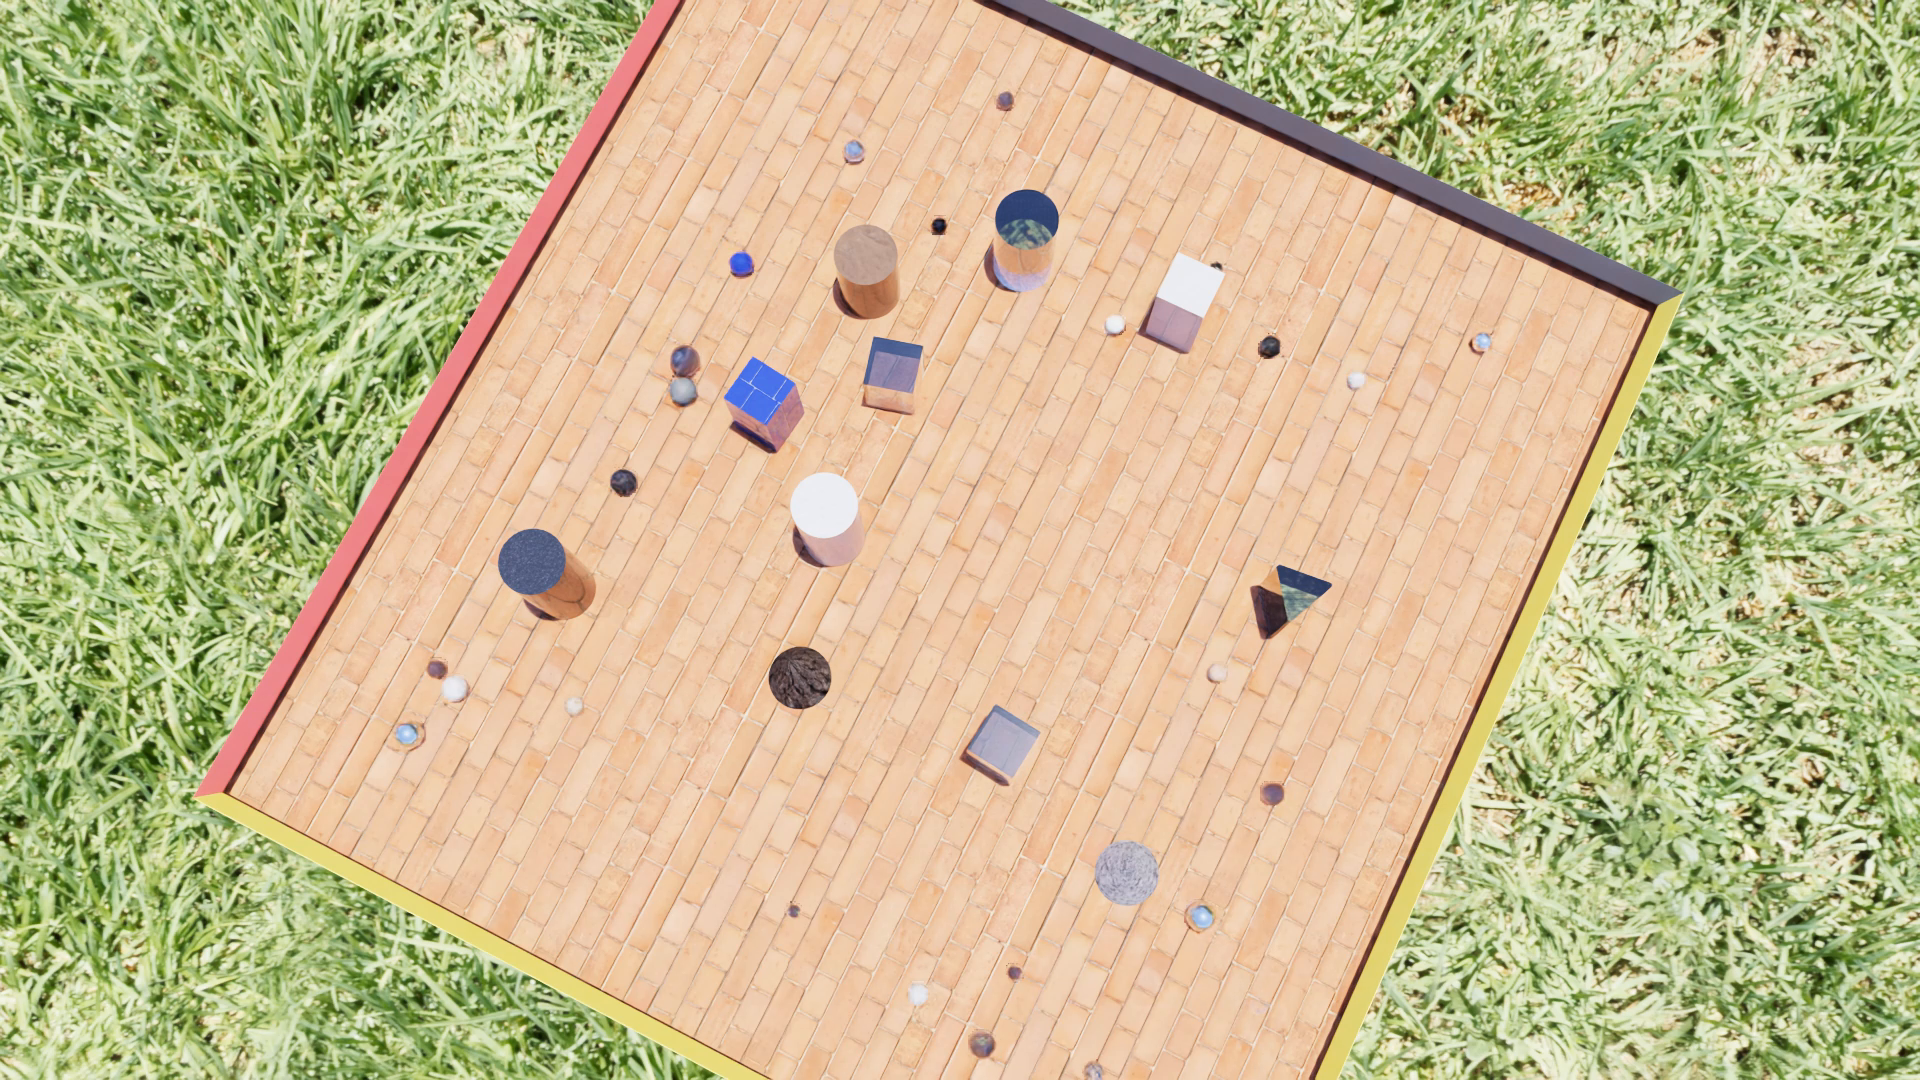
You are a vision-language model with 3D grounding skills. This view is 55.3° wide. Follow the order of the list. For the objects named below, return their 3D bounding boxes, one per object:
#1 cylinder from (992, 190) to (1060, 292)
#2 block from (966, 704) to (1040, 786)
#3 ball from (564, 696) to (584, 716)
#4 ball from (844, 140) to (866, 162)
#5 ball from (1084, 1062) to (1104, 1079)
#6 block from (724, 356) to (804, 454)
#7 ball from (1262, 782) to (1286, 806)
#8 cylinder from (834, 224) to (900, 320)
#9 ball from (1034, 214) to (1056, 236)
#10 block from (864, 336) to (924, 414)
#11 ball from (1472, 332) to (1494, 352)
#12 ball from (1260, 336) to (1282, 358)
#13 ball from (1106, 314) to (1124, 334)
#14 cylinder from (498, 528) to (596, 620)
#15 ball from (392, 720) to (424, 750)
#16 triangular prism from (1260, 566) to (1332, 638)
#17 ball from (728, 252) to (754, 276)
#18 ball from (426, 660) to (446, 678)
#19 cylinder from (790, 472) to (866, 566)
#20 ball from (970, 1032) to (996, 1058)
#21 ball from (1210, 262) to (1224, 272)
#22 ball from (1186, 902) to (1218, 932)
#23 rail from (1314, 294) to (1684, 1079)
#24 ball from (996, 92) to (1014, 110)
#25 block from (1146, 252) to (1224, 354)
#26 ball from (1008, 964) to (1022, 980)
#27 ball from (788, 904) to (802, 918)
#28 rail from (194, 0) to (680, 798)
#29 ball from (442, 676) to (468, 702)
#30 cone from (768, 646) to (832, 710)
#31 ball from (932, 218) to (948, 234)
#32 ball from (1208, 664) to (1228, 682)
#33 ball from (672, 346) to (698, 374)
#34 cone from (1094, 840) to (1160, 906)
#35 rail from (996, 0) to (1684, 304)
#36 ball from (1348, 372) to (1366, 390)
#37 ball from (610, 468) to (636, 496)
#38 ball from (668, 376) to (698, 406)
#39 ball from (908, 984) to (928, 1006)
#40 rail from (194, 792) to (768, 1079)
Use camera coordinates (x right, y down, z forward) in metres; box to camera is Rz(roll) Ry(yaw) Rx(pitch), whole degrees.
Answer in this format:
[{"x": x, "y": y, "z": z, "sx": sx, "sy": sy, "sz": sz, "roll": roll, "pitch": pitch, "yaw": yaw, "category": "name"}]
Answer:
[{"x": 0.199, "y": -0.914, "z": 5.617, "sx": 0.191, "sy": 0.370, "sz": 0.191, "roll": 0, "pitch": 78, "yaw": 0, "category": "cylinder"}, {"x": 0.125, "y": 0.599, "z": 5.337, "sx": 0.153, "sy": 0.304, "sz": 0.153, "roll": 32, "pitch": 80, "yaw": 6, "category": "block"}, {"x": -1.155, "y": 0.498, "z": 5.483, "sx": 0.060, "sy": 0.060, "sz": 0.060, "roll": 0, "pitch": 78, "yaw": 0, "category": "ball"}, {"x": -0.336, "y": -1.239, "z": 5.837, "sx": 0.071, "sy": 0.071, "sz": 0.071, "roll": 0, "pitch": 78, "yaw": 0, "category": "ball"}, {"x": 0.386, "y": 1.531, "z": 5.271, "sx": 0.056, "sy": 0.056, "sz": 0.056, "roll": 0, "pitch": 78, "yaw": 0, "category": "ball"}, {"x": -0.588, "y": -0.405, "z": 5.533, "sx": 0.153, "sy": 0.327, "sz": 0.153, "roll": 33, "pitch": 80, "yaw": 6, "category": "block"}, {"x": 0.928, "y": 0.752, "z": 5.426, "sx": 0.068, "sy": 0.068, "sz": 0.068, "roll": 0, "pitch": 78, "yaw": 0, "category": "ball"}, {"x": -0.282, "y": -0.820, "z": 5.625, "sx": 0.191, "sy": 0.316, "sz": 0.191, "roll": 0, "pitch": 78, "yaw": 0, "category": "cylinder"}, {"x": 0.265, "y": -0.994, "z": 5.781, "sx": 0.069, "sy": 0.069, "sz": 0.069, "roll": 0, "pitch": 78, "yaw": 0, "category": "ball"}, {"x": -0.200, "y": -0.500, "z": 5.600, "sx": 0.153, "sy": 0.236, "sz": 0.153, "roll": 11, "pitch": 79, "yaw": 2, "category": "block"}, {"x": 1.629, "y": -0.618, "z": 5.711, "sx": 0.065, "sy": 0.065, "sz": 0.065, "roll": 0, "pitch": 78, "yaw": 0, "category": "ball"}, {"x": 0.967, "y": -0.603, "z": 5.707, "sx": 0.068, "sy": 0.068, "sz": 0.068, "roll": 0, "pitch": 78, "yaw": 0, "category": "ball"}, {"x": 0.484, "y": -0.674, "z": 5.725, "sx": 0.061, "sy": 0.061, "sz": 0.061, "roll": 0, "pitch": 78, "yaw": 0, "category": "ball"}, {"x": -1.205, "y": 0.105, "z": 5.371, "sx": 0.191, "sy": 0.439, "sz": 0.191, "roll": 0, "pitch": 78, "yaw": 0, "category": "cylinder"}, {"x": -1.641, "y": 0.578, "z": 5.452, "sx": 0.088, "sy": 0.088, "sz": 0.088, "roll": 0, "pitch": 78, "yaw": 0, "category": "ball"}, {"x": 0.958, "y": 0.160, "z": 5.415, "sx": 0.165, "sy": 0.331, "sz": 0.143, "roll": -39, "pitch": 81, "yaw": -7, "category": "triangular prism"}, {"x": -0.687, "y": -0.869, "z": 5.757, "sx": 0.077, "sy": 0.077, "sz": 0.077, "roll": 0, "pitch": 78, "yaw": 0, "category": "ball"}, {"x": -1.572, "y": 0.388, "z": 5.507, "sx": 0.058, "sy": 0.058, "sz": 0.058, "roll": 0, "pitch": 78, "yaw": 0, "category": "ball"}, {"x": -0.385, "y": -0.055, "z": 5.408, "sx": 0.191, "sy": 0.430, "sz": 0.191, "roll": 0, "pitch": 78, "yaw": 0, "category": "cylinder"}, {"x": 0.065, "y": 1.454, "z": 5.277, "sx": 0.077, "sy": 0.077, "sz": 0.077, "roll": 0, "pitch": 78, "yaw": 0, "category": "ball"}, {"x": 0.807, "y": -0.851, "z": 5.768, "sx": 0.047, "sy": 0.047, "sz": 0.047, "roll": 0, "pitch": 78, "yaw": 0, "category": "ball"}, {"x": 0.706, "y": 1.099, "z": 5.343, "sx": 0.089, "sy": 0.089, "sz": 0.089, "roll": 0, "pitch": 78, "yaw": 0, "category": "ball"}, {"x": 1.457, "y": 0.720, "z": 5.403, "sx": 0.045, "sy": 0.124, "sz": 3.382, "roll": 26, "pitch": 80, "yaw": 5, "category": "rail"}, {"x": 0.146, "y": -1.411, "z": 5.879, "sx": 0.056, "sy": 0.056, "sz": 0.056, "roll": 0, "pitch": 78, "yaw": 0, "category": "ball"}, {"x": 0.683, "y": -0.719, "z": 5.588, "sx": 0.153, "sy": 0.347, "sz": 0.153, "roll": 26, "pitch": 79, "yaw": 5, "category": "block"}, {"x": 0.159, "y": 1.260, "z": 5.333, "sx": 0.045, "sy": 0.045, "sz": 0.045, "roll": 0, "pitch": 78, "yaw": 0, "category": "ball"}, {"x": -0.486, "y": 1.088, "z": 5.370, "sx": 0.041, "sy": 0.041, "sz": 0.041, "roll": 0, "pitch": 78, "yaw": 0, "category": "ball"}, {"x": -1.457, "y": -0.707, "z": 5.698, "sx": 0.045, "sy": 0.124, "sz": 3.382, "roll": 26, "pitch": 80, "yaw": 5, "category": "rail"}, {"x": -1.513, "y": 0.445, "z": 5.485, "sx": 0.077, "sy": 0.077, "sz": 0.077, "roll": 0, "pitch": 78, "yaw": 0, "category": "ball"}, {"x": -0.483, "y": 0.374, "z": 5.330, "sx": 0.191, "sy": 0.409, "sz": 0.191, "roll": 0, "pitch": 78, "yaw": 0, "category": "cone"}, {"x": -0.065, "y": -0.994, "z": 5.795, "sx": 0.053, "sy": 0.053, "sz": 0.053, "roll": 0, "pitch": 78, "yaw": 0, "category": "ball"}, {"x": 0.774, "y": 0.399, "z": 5.504, "sx": 0.058, "sy": 0.058, "sz": 0.058, "roll": 0, "pitch": 78, "yaw": 0, "category": "ball"}, {"x": -0.853, "y": -0.557, "z": 5.683, "sx": 0.085, "sy": 0.085, "sz": 0.085, "roll": 0, "pitch": 78, "yaw": 0, "category": "ball"}, {"x": 0.493, "y": 0.954, "z": 5.272, "sx": 0.191, "sy": 0.288, "sz": 0.191, "roll": 0, "pitch": 78, "yaw": 0, "category": "cone"}, {"x": 0.746, "y": -1.454, "z": 5.853, "sx": 3.306, "sy": 0.124, "sz": 0.045, "roll": 26, "pitch": 80, "yaw": 5, "category": "rail"}, {"x": 1.232, "y": -0.496, "z": 5.691, "sx": 0.056, "sy": 0.056, "sz": 0.056, "roll": 0, "pitch": 78, "yaw": 0, "category": "ball"}, {"x": -1.031, "y": -0.178, "z": 5.612, "sx": 0.081, "sy": 0.081, "sz": 0.081, "roll": 0, "pitch": 78, "yaw": 0, "category": "ball"}, {"x": -0.856, "y": -0.461, "z": 5.668, "sx": 0.095, "sy": 0.095, "sz": 0.095, "roll": 0, "pitch": 78, "yaw": 0, "category": "ball"}, {"x": -0.122, "y": 1.317, "z": 5.313, "sx": 0.061, "sy": 0.061, "sz": 0.061, "roll": 0, "pitch": 78, "yaw": 0, "category": "ball"}, {"x": -0.746, "y": 1.467, "z": 5.249, "sx": 3.306, "sy": 0.124, "sz": 0.045, "roll": 26, "pitch": 80, "yaw": 5, "category": "rail"}]
